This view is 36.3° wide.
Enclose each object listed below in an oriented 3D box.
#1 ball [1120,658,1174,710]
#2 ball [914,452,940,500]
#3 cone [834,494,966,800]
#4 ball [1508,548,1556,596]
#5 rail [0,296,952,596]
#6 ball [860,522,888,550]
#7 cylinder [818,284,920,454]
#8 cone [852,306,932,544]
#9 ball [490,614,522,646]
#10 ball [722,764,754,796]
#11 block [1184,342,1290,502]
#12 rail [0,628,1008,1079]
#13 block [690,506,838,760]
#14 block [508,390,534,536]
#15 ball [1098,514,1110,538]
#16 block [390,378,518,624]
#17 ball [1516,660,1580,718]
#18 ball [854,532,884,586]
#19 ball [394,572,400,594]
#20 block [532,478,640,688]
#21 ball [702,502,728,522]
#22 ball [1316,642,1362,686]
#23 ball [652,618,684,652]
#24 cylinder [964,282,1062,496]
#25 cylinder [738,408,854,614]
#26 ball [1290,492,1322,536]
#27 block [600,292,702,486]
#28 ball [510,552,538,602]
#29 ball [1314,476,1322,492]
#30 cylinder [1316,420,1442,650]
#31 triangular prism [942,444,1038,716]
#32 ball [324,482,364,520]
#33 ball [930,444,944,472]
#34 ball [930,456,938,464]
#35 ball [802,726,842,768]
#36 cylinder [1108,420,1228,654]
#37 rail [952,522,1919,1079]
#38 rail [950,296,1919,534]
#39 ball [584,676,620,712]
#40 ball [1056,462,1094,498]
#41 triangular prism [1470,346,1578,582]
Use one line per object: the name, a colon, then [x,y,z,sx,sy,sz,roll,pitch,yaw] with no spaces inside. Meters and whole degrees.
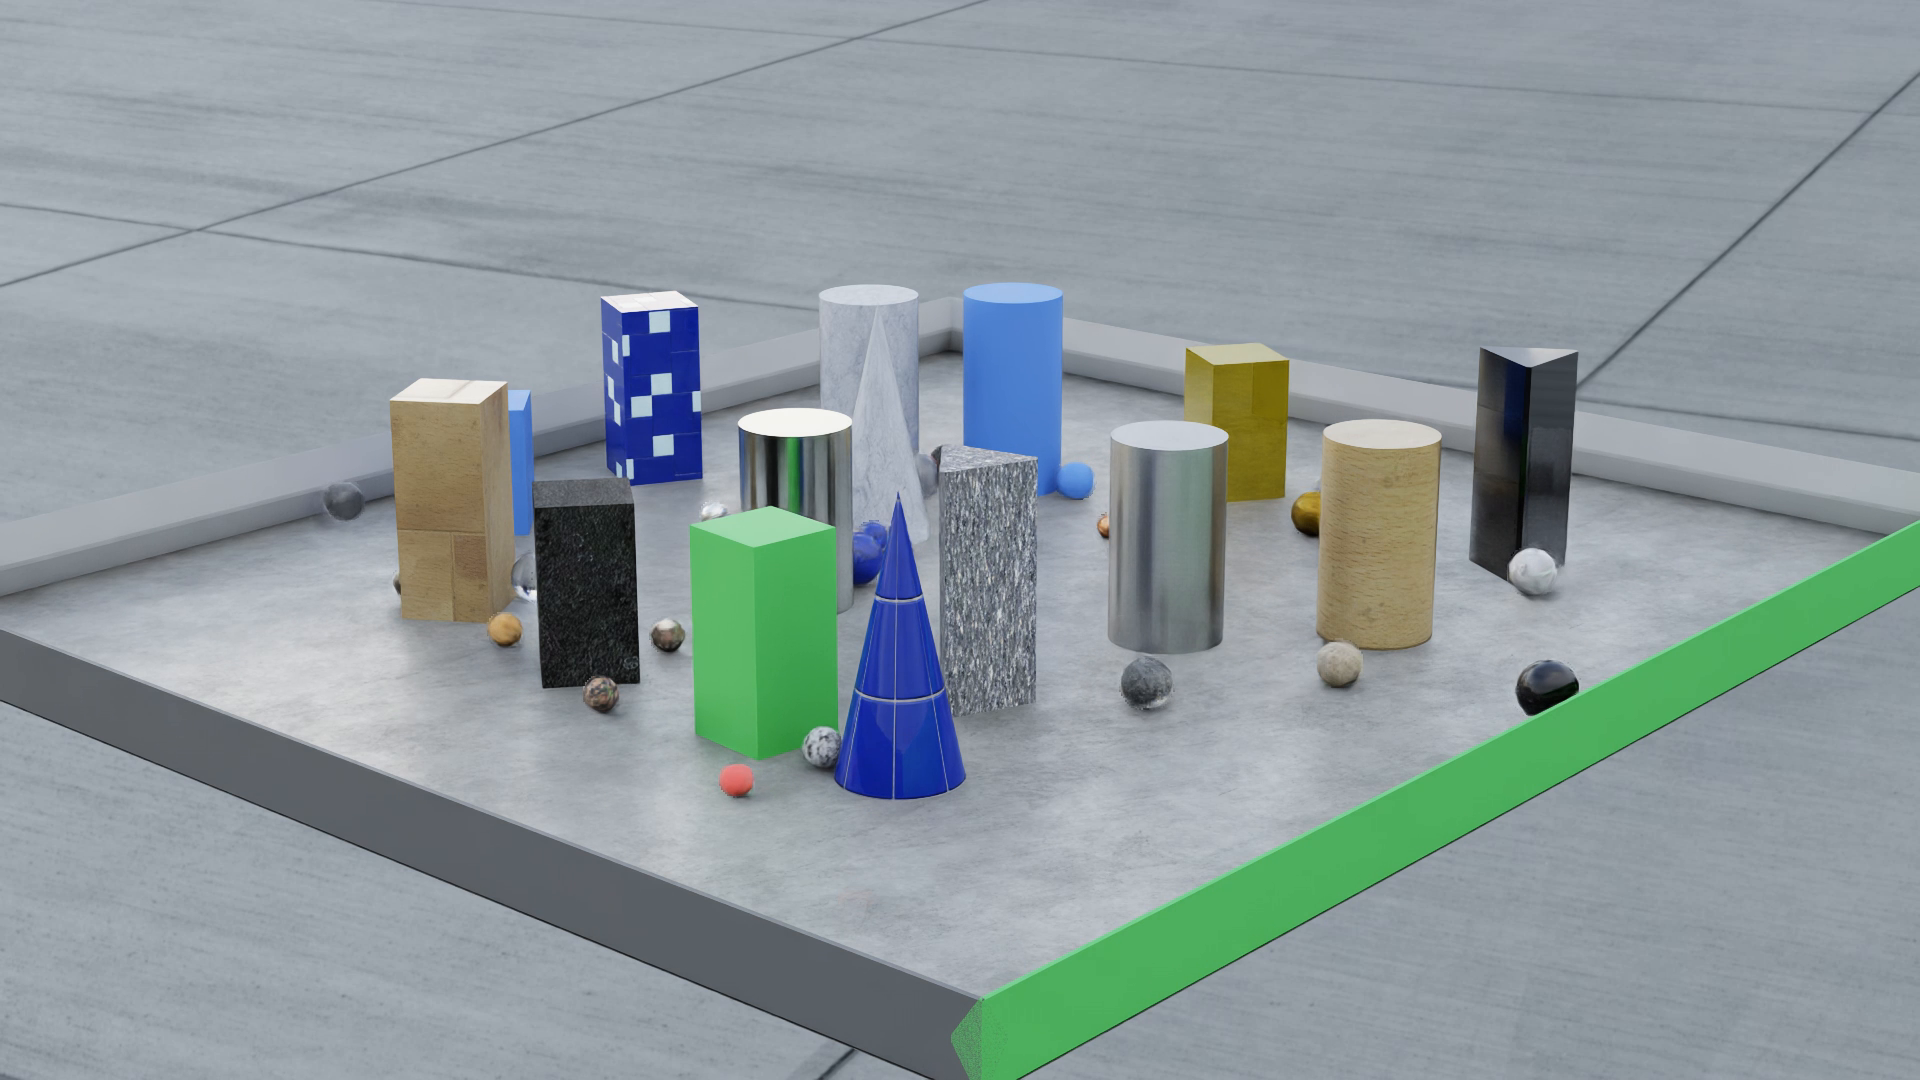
ball: [0.291,0.223,4.566,0.081,0.081,0.081,0,17,0]
ball: [-0.085,-0.122,5.689,0.094,0.094,0.094,0,17,0]
cone: [-0.088,0.138,4.236,0.194,0.435,0.194,0,17,0]
ball: [1.000,0.055,5.121,0.082,0.082,0.082,0,17,0]
rail: [-0.930,-0.202,5.893,0.045,0.126,2.817,14,22,39]
ball: [-0.158,-0.003,5.359,0.056,0.056,0.056,0,17,0]
cylinder: [-0.178,-0.293,5.755,0.194,0.383,0.194,0,17,0]
cone: [-0.150,-0.225,5.427,0.194,0.443,0.194,0,17,0]
ball: [-0.752,0.149,4.858,0.055,0.055,0.055,0,17,0]
ball: [-0.320,0.345,4.221,0.047,0.047,0.047,0,17,0]
block: [0.538,-0.230,5.730,0.155,0.276,0.155,-5,17,-15]
rail: [-0.908,0.334,4.119,2.511,0.126,0.045,14,22,39]
block: [-0.294,0.138,4.415,0.155,0.331,0.155,-14,22,-40]
block: [-0.887,-0.145,5.512,0.155,0.241,0.155,-1,17,-3]
ball: [0.277,-0.025,5.452,0.044,0.044,0.044,0,17,0]
block: [-0.863,-0.068,5.007,0.155,0.384,0.155,3,17,9]
ball: [0.904,0.232,4.510,0.097,0.097,0.097,0,17,0]
ball: [-0.181,0.033,5.175,0.093,0.093,0.093,0,17,0]
ball: [-0.963,0.074,5.113,0.050,0.050,0.050,0,17,0]
block: [-0.600,0.067,4.705,0.155,0.299,0.155,-3,17,-9]
ball: [-0.460,-0.044,5.504,0.052,0.052,0.052,0,17,0]
ball: [0.603,0.197,4.667,0.073,0.073,0.073,0,17,0]
ball: [-0.481,0.157,4.833,0.054,0.054,0.054,0,17,0]
cylinder: [0.103,-0.295,5.753,0.194,0.387,0.194,0,17,0]
cylinder: [-0.281,-0.046,5.038,0.194,0.323,0.194,0,17,0]
ball: [0.658,-0.050,5.467,0.083,0.083,0.083,0,17,0]
block: [-0.614,-0.303,5.844,0.155,0.351,0.155,-7,18,-21]
ball: [-0.734,0.064,5.083,0.088,0.088,0.088,0,17,0]
ball: [0.712,-0.104,5.709,0.047,0.047,0.047,0,17,0]
cylinder: [0.696,-0.010,4.883,0.194,0.345,0.194,0,17,0]
triangular prism: [0.011,0.057,4.573,0.168,0.395,0.145,-9,19,-27]
ball: [-1.169,-0.074,5.562,0.075,0.075,0.075,0,17,0]
ball: [-0.030,-0.164,5.888,0.059,0.059,0.059,0,17,0]
ball: [-0.066,-0.146,5.849,0.047,0.047,0.047,0,17,0]
ball: [-0.203,0.306,4.327,0.061,0.061,0.061,0,17,0]
cylinder: [0.344,-0.006,4.864,0.194,0.348,0.194,0,17,0]
rail: [0.930,0.265,4.347,0.045,0.126,2.817,14,22,39]
rail: [0.908,-0.271,6.121,2.511,0.126,0.045,14,22,39]
ball: [-0.557,0.240,4.559,0.054,0.054,0.054,0,17,0]
ball: [0.224,-0.116,5.707,0.072,0.072,0.072,0,17,0]
triangular prism: [0.982,-0.141,5.229,0.145,0.396,0.168,14,22,38]
